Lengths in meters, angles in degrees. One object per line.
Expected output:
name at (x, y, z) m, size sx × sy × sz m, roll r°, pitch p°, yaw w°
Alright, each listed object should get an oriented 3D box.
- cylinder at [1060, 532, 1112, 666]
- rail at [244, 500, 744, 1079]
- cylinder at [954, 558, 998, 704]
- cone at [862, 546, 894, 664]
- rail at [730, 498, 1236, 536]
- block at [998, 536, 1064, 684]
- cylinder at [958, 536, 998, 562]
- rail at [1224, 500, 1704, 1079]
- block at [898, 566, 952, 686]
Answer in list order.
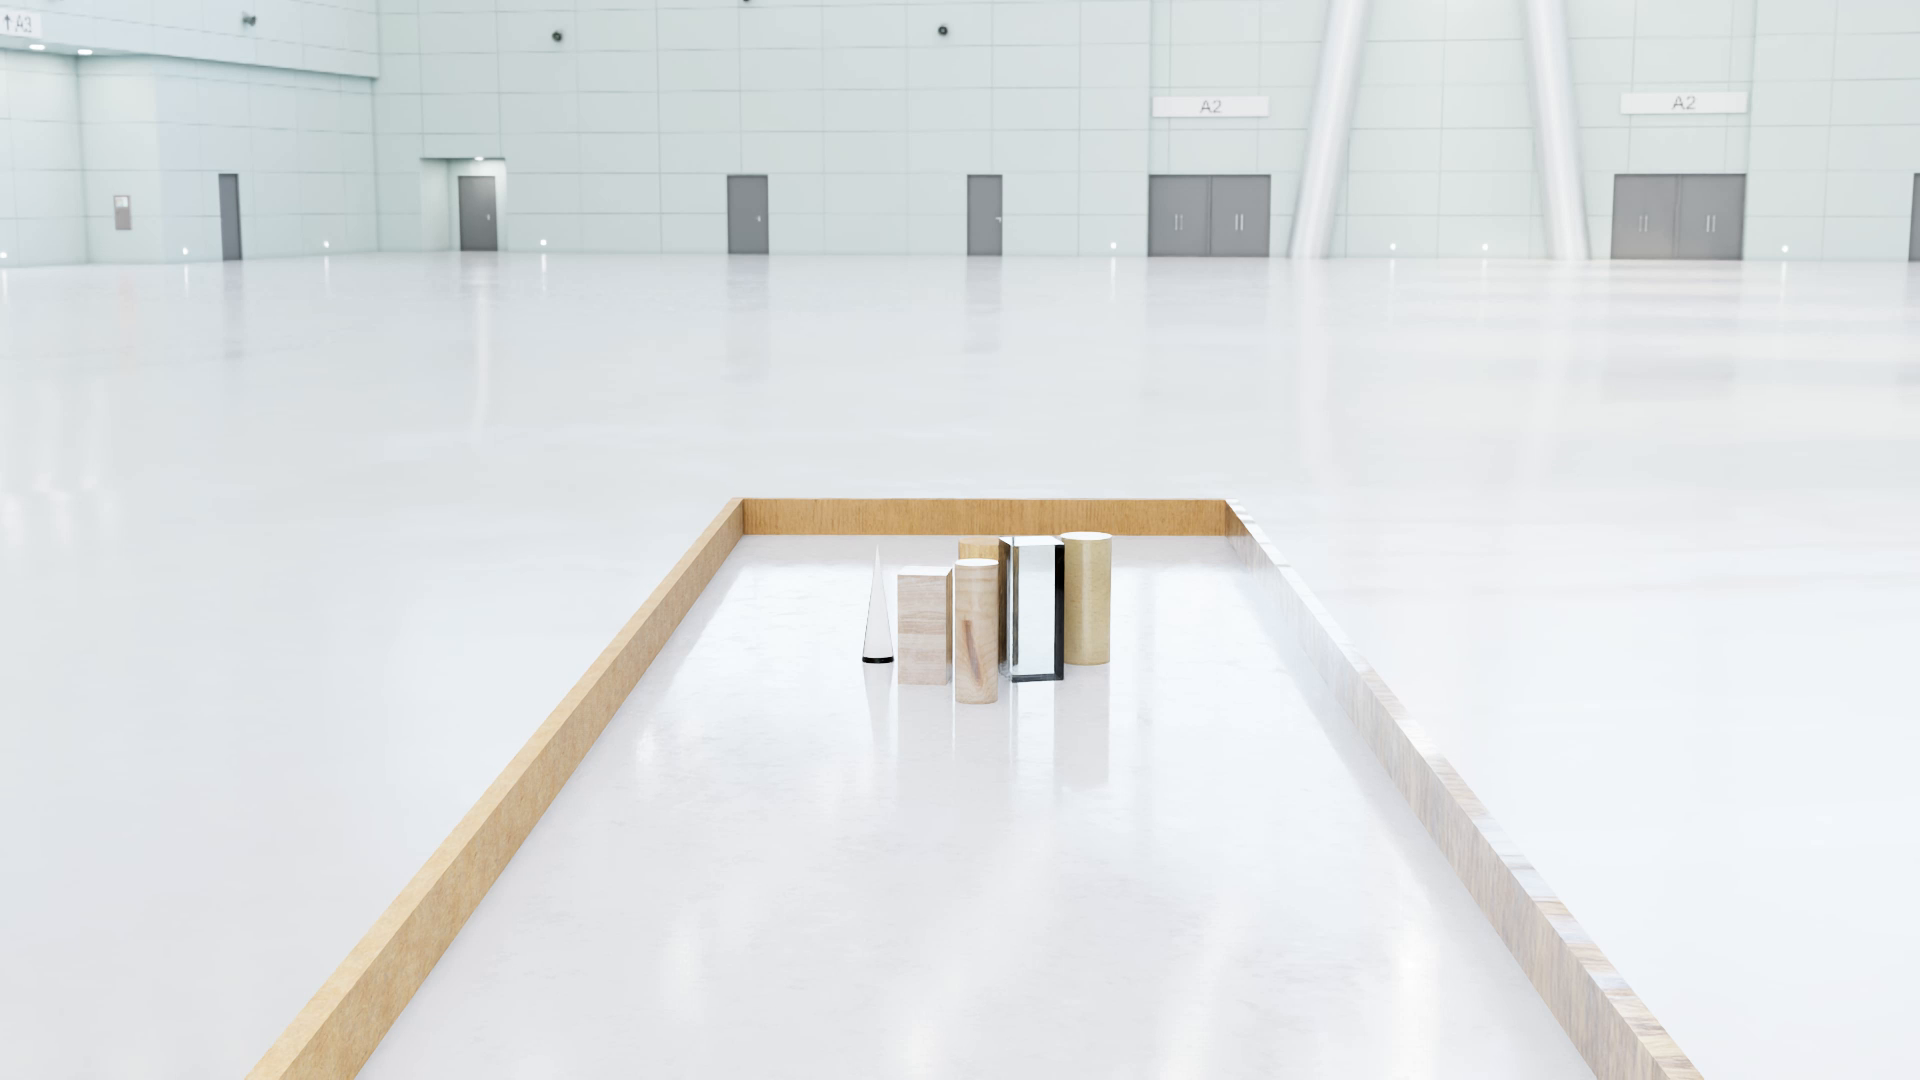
cylinder at (0.381, 0.177, 6.668) m, size 0.155 × 0.384 × 0.155 m, roll 0°, pitch 9°, yaw 0°
rail at (-1.004, 0.839, 3.234) m, size 0.050 × 0.150 × 12.000 m, roll 0°, pitch 9°, yaw 1°
cylinder at (0.046, 0.255, 6.147) m, size 0.122 × 0.391 × 0.122 m, roll 0°, pitch 9°, yaw 0°
cone at (-0.249, 0.188, 6.668) m, size 0.102 × 0.362 × 0.102 m, roll 0°, pitch 9°, yaw 0°
rail at (0.099, -0.098, 9.147) m, size 2.100 × 0.150 × 0.050 m, roll 0°, pitch 9°, yaw 1°
block at (0.208, 0.202, 6.448) m, size 0.156 × 0.404 × 0.156 m, roll -2°, pitch 9°, yaw -14°
cylinder at (0.080, 0.183, 6.688) m, size 0.170 × 0.365 × 0.170 m, roll 0°, pitch 9°, yaw 0°
rail at (1.046, 0.843, 3.208) m, size 0.050 × 0.150 × 12.000 m, roll 0°, pitch 9°, yaw 1°
block at (-0.101, 0.249, 6.406) m, size 0.142 × 0.323 × 0.142 m, roll 1°, pitch 9°, yaw 8°
